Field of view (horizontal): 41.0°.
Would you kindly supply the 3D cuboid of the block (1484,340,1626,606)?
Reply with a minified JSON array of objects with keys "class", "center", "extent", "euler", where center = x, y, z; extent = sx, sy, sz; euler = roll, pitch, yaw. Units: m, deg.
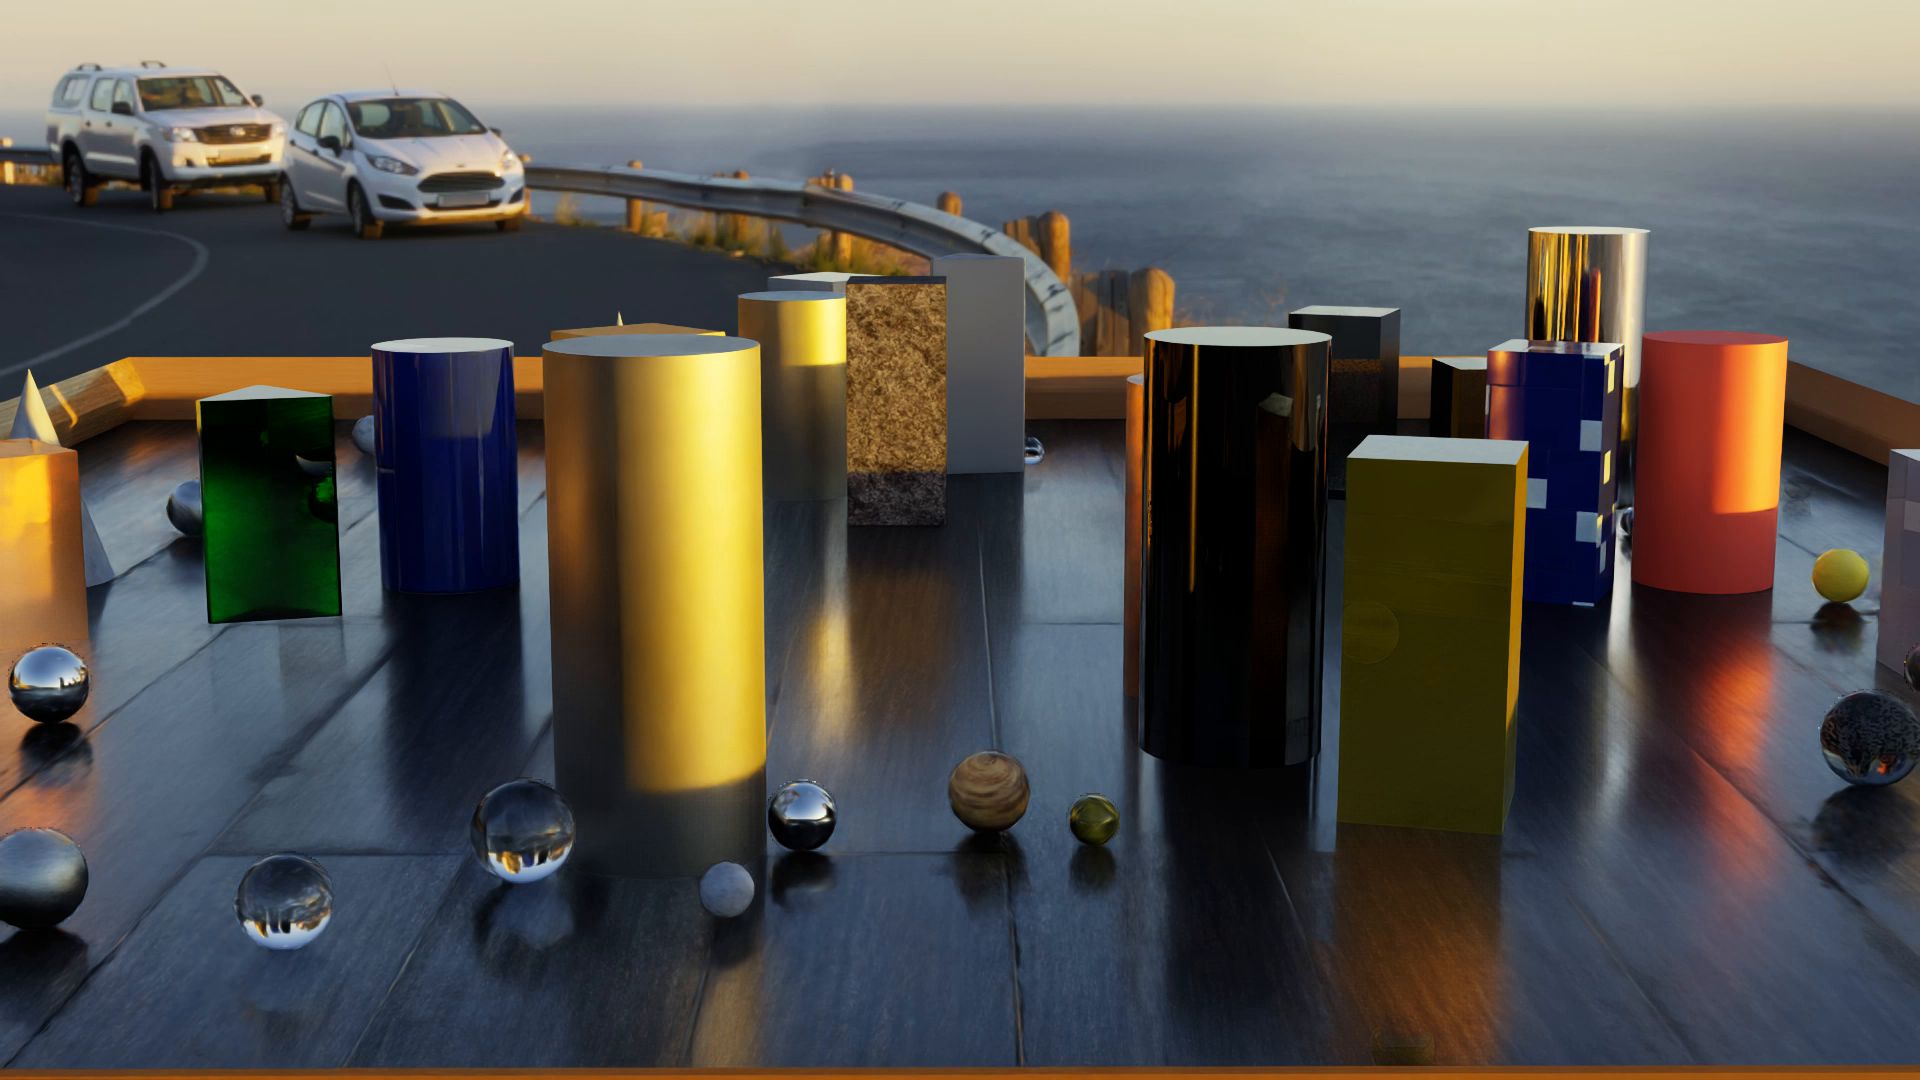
[{"class":"block","center":[0.823,-0.097,3.568],"extent":[0.158,0.343,0.158],"euler":[5,11,23]}]

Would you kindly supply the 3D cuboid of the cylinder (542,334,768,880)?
[{"class":"cylinder","center":[-0.281,0.056,2.378],"extent":[0.197,0.475,0.197],"euler":[0,10,0]}]

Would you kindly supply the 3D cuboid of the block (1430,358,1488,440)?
[{"class":"block","center":[0.855,-0.157,4.131],"extent":[0.158,0.256,0.158],"euler":[-1,11,-6]}]

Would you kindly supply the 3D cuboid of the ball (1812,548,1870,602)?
[{"class":"ball","center":[1.207,0.049,3.517],"extent":[0.074,0.074,0.074],"euler":[0,10,0]}]

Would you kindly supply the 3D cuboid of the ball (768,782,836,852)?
[{"class":"ball","center":[-0.148,0.260,2.405],"extent":[0.065,0.065,0.065],"euler":[0,10,0]}]

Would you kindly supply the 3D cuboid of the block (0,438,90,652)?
[{"class":"block","center":[-1.232,0.006,3.286],"extent":[0.158,0.243,0.158],"euler":[-9,14,-41]}]

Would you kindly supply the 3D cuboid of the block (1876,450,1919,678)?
[{"class":"block","center":[1.217,0.033,3.084],"extent":[0.158,0.263,0.158],"euler":[0,10,-1]}]

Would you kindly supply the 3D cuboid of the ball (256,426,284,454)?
[{"class":"ball","center":[-1.310,-0.191,4.872],"extent":[0.052,0.052,0.052],"euler":[0,10,0]}]

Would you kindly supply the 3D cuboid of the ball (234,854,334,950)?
[{"class":"ball","center":[-0.562,0.302,2.137],"extent":[0.080,0.080,0.080],"euler":[0,10,0]}]

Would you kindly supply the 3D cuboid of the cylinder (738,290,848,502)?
[{"class":"cylinder","center":[-0.280,-0.250,4.403],"extent":[0.197,0.339,0.197],"euler":[0,10,0]}]

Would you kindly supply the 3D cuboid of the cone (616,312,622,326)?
[{"class":"cone","center":[-0.470,-0.123,3.572],"extent":[0.197,0.391,0.197],"euler":[0,10,0]}]

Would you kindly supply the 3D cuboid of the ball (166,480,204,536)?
[{"class":"ball","center":[-1.194,-0.050,4.010],"extent":[0.088,0.088,0.088],"euler":[0,10,0]}]

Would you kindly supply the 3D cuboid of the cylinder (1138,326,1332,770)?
[{"class":"cylinder","center":[0.293,0.004,2.744],"extent":[0.197,0.445,0.197],"euler":[0,10,0]}]

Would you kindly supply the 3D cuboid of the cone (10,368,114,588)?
[{"class":"cone","center":[-1.315,-0.093,3.651],"extent":[0.197,0.304,0.197],"euler":[0,10,0]}]

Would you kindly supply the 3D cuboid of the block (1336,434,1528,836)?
[{"class":"block","center":[0.465,0.088,2.521],"extent":[0.158,0.359,0.158],"euler":[3,11,16]}]

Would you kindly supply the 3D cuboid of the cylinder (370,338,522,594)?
[{"class":"cylinder","center":[-0.728,-0.108,3.640],"extent":[0.197,0.338,0.197],"euler":[0,10,0]}]

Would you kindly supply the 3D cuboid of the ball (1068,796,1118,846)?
[{"class":"ball","center":[0.126,0.265,2.424],"extent":[0.047,0.047,0.047],"euler":[0,10,0]}]

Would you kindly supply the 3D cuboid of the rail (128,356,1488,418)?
[{"class":"rail","center":[-0.011,-0.313,5.315],"extent":[3.428,0.128,0.045],"euler":[0,10,0]}]

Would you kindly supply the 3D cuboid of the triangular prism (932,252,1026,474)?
[{"class":"triangular prism","center":[0.019,-0.325,4.678],"extent":[0.171,0.386,0.148],"euler":[-2,11,-10]}]

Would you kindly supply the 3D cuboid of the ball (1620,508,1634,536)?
[{"class":"ball","center":[1.057,-0.029,4.014],"extent":[0.046,0.046,0.046],"euler":[0,10,0]}]

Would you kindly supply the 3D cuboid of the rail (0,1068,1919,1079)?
[{"class":"rail","center":[0.011,0.379,1.583],"extent":[3.428,0.128,0.045],"euler":[0,10,0]}]

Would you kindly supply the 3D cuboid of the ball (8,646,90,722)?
[{"class":"ball","center":[-1.020,0.162,2.874],"extent":[0.086,0.086,0.086],"euler":[0,10,0]}]

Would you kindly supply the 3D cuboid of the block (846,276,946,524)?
[{"class":"block","center":[-0.101,-0.228,4.157],"extent":[0.158,0.386,0.158],"euler":[0,10,0]}]

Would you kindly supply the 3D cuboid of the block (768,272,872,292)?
[{"class":"block","center":[-0.234,-0.299,4.635],"extent":[0.158,0.352,0.158],"euler":[8,13,38]}]

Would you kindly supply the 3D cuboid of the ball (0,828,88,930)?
[{"class":"ball","center":[-0.788,0.289,2.187],"extent":[0.086,0.086,0.086],"euler":[0,10,0]}]

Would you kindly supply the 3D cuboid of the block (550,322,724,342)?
[{"class":"block","center":[-0.410,-0.073,3.301],"extent":[0.158,0.392,0.158],"euler":[-9,14,-41]}]

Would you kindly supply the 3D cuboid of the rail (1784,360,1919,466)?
[{"class":"rail","center":[1.690,0.031,3.458],"extent":[0.045,0.128,3.843],"euler":[0,10,0]}]

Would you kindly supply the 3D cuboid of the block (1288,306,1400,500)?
[{"class":"block","center":[0.657,-0.237,4.403],"extent":[0.158,0.313,0.158],"euler":[4,11,21]}]

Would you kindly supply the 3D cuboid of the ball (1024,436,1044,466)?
[{"class":"ball","center":[0.127,-0.163,4.717],"extent":[0.054,0.054,0.054],"euler":[0,10,0]}]

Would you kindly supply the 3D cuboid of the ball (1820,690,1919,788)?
[{"class":"ball","center":[0.929,0.203,2.616],"extent":[0.099,0.099,0.099],"euler":[0,10,0]}]

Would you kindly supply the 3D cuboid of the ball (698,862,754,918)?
[{"class":"ball","center":[-0.202,0.303,2.219],"extent":[0.048,0.048,0.048],"euler":[0,10,0]}]

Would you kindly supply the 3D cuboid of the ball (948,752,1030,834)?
[{"class":"ball","center":[0.028,0.242,2.462],"extent":[0.079,0.079,0.079],"euler":[0,10,0]}]

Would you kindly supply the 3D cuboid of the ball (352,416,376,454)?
[{"class":"ball","center":[-1.111,-0.199,4.850],"extent":[0.075,0.075,0.075],"euler":[0,10,0]}]

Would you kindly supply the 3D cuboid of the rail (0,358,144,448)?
[{"class":"rail","center":[-1.690,0.035,3.439],"extent":[0.045,0.128,3.843],"euler":[0,10,0]}]

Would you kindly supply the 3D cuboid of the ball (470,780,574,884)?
[{"class":"ball","center":[-0.394,0.263,2.310],"extent":[0.093,0.093,0.093],"euler":[0,10,0]}]

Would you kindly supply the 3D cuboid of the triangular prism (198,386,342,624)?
[{"class":"triangular prism","center":[-0.933,-0.053,3.456],"extent":[0.171,0.296,0.148],"euler":[-3,11,-18]}]

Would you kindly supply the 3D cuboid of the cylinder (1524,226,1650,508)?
[{"class":"cylinder","center":[1.045,-0.291,4.305],"extent":[0.197,0.455,0.197],"euler":[0,10,0]}]

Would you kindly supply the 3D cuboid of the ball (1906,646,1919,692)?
[{"class":"ball","center":[1.138,0.151,2.991],"extent":[0.065,0.065,0.065],"euler":[0,10,0]}]

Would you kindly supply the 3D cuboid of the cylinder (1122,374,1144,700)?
[{"class":"cylinder","center":[0.292,-0.005,3.002],"extent":[0.197,0.367,0.197],"euler":[0,10,0]}]

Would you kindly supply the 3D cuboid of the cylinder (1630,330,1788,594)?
[{"class":"cylinder","center":[1.063,-0.114,3.644],"extent":[0.197,0.348,0.197],"euler":[0,10,0]}]
